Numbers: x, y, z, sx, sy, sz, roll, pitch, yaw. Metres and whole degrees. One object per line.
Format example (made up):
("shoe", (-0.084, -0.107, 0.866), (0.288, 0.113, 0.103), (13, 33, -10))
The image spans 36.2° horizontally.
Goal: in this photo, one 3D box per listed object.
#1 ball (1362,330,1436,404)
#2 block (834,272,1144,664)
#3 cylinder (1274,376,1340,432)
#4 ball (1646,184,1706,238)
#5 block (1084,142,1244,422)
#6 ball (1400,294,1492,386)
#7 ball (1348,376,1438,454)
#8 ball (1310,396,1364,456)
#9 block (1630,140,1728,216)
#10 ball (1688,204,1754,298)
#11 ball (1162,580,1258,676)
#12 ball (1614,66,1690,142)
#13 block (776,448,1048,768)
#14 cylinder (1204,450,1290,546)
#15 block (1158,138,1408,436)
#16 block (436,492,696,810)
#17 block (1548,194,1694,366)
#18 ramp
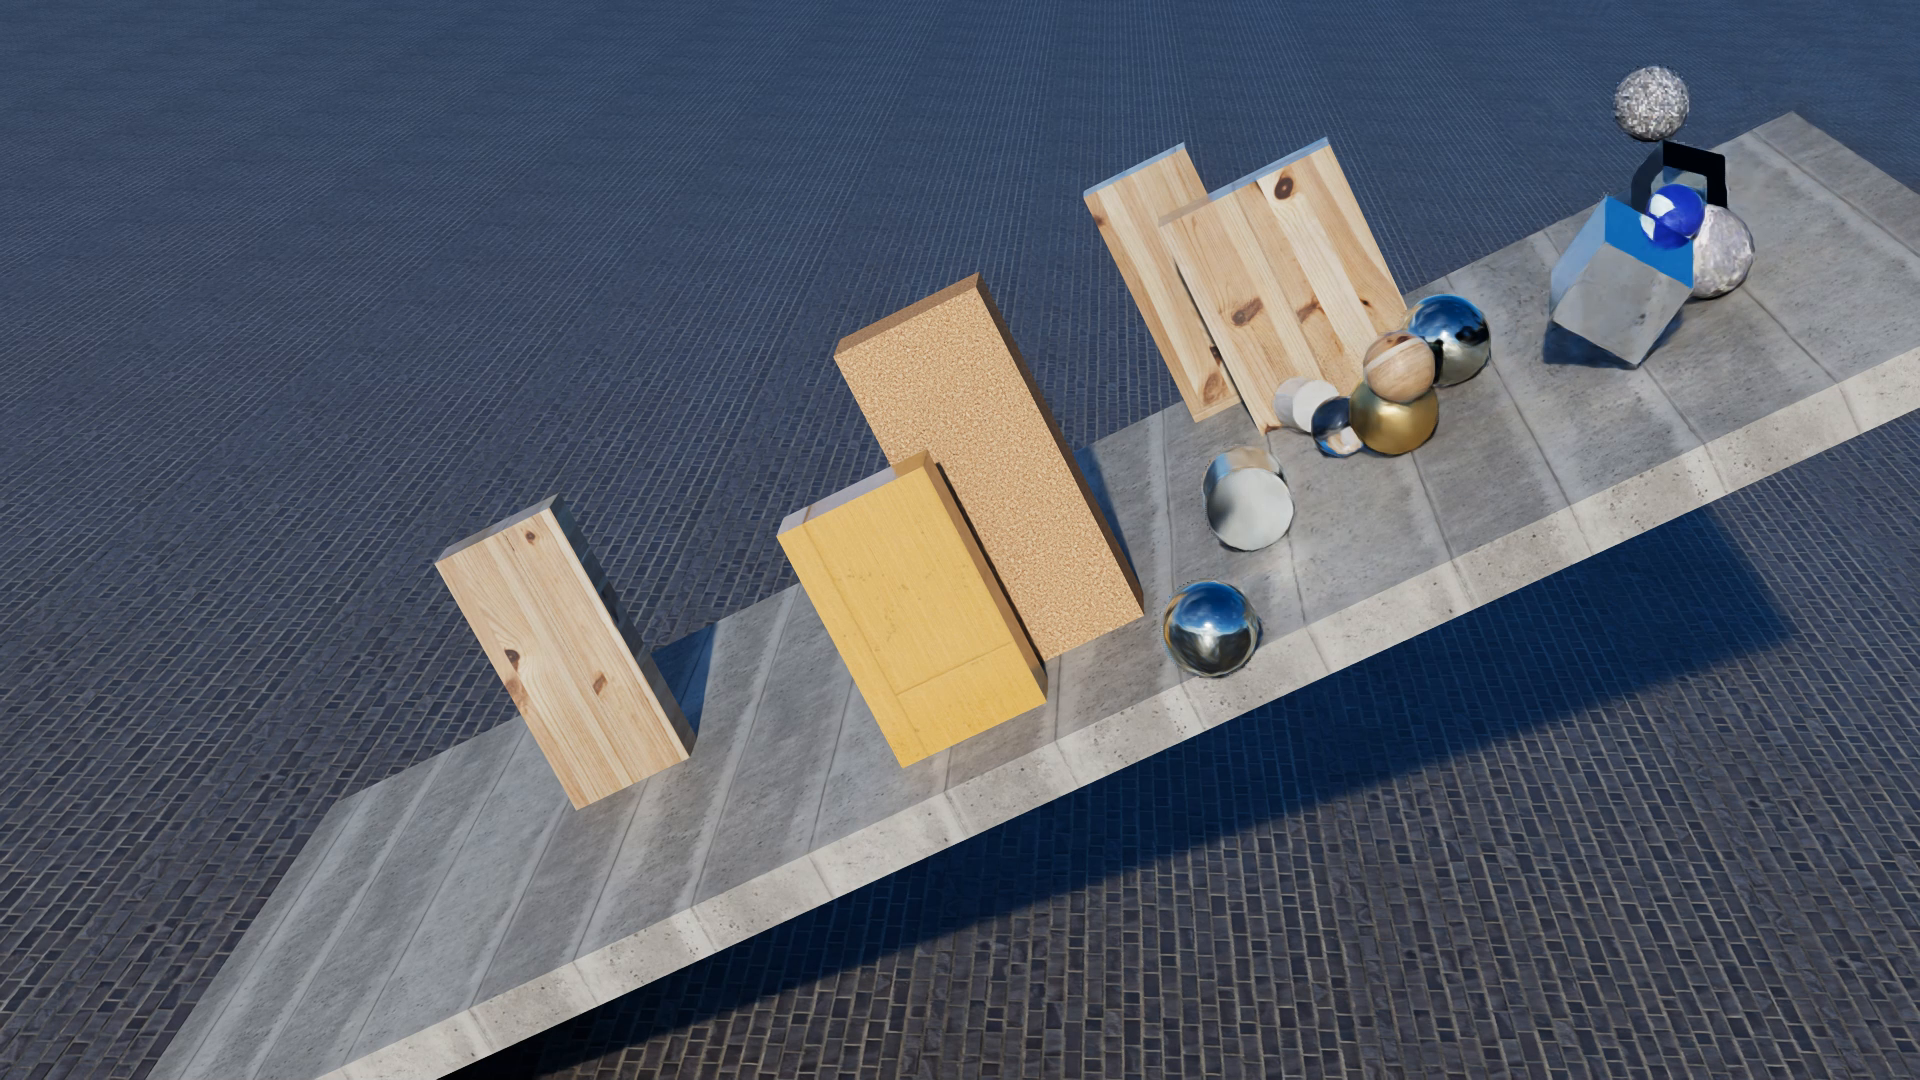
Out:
("ball", (0.854, -0.336, 5.715), (0.141, 0.141, 0.141), (0, 17, 0))
("block", (0.062, -0.122, 5.732), (0.305, 0.726, 0.147), (-25, 14, 10))
("cylinder", (0.748, -0.291, 6.327), (0.114, 0.114, 0.114), (-4, 9, -14))
("ball", (1.383, -0.633, 5.690), (0.113, 0.113, 0.113), (0, 17, 0))
("block", (0.535, -0.597, 6.845), (0.258, 0.594, 0.092), (-25, 14, 10))
("ball", (1.010, -0.417, 6.127), (0.191, 0.191, 0.191), (0, 17, 0))
("ball", (0.863, -0.260, 5.860), (0.179, 0.179, 0.179), (0, 17, 0))
("ball", (0.781, -0.234, 6.035), (0.125, 0.125, 0.125), (0, 17, 0))
("block", (1.507, -0.725, 6.171), (0.143, 0.143, 0.143), (12, -29, -11))
("ball", (1.473, -0.570, 5.809), (0.185, 0.185, 0.185), (0, 17, 0))
("ball", (0.440, 0.155, 5.179), (0.169, 0.169, 0.169), (0, 17, 0))
("ball", (1.472, -0.927, 6.263), (0.160, 0.160, 0.160), (0, 17, 0))
("block", (-0.086, 0.131, 5.546), (0.306, 0.511, 0.124), (-25, 14, 10))
("cylinder", (0.568, -0.084, 5.804), (0.167, 0.167, 0.167), (2, 10, 6))
("block", (0.733, -0.555, 6.466), (0.406, 0.520, 0.113), (-25, 14, 10))
("block", (-0.848, 0.243, 6.361), (0.282, 0.625, 0.119), (-25, 14, 10))
("block", (1.264, -0.497, 5.622), (0.194, 0.194, 0.194), (27, 35, -5))
("ramp", (0.139, 0.168, 6.281), (4.000, 0.100, 2.000), (-25, 14, 10))
